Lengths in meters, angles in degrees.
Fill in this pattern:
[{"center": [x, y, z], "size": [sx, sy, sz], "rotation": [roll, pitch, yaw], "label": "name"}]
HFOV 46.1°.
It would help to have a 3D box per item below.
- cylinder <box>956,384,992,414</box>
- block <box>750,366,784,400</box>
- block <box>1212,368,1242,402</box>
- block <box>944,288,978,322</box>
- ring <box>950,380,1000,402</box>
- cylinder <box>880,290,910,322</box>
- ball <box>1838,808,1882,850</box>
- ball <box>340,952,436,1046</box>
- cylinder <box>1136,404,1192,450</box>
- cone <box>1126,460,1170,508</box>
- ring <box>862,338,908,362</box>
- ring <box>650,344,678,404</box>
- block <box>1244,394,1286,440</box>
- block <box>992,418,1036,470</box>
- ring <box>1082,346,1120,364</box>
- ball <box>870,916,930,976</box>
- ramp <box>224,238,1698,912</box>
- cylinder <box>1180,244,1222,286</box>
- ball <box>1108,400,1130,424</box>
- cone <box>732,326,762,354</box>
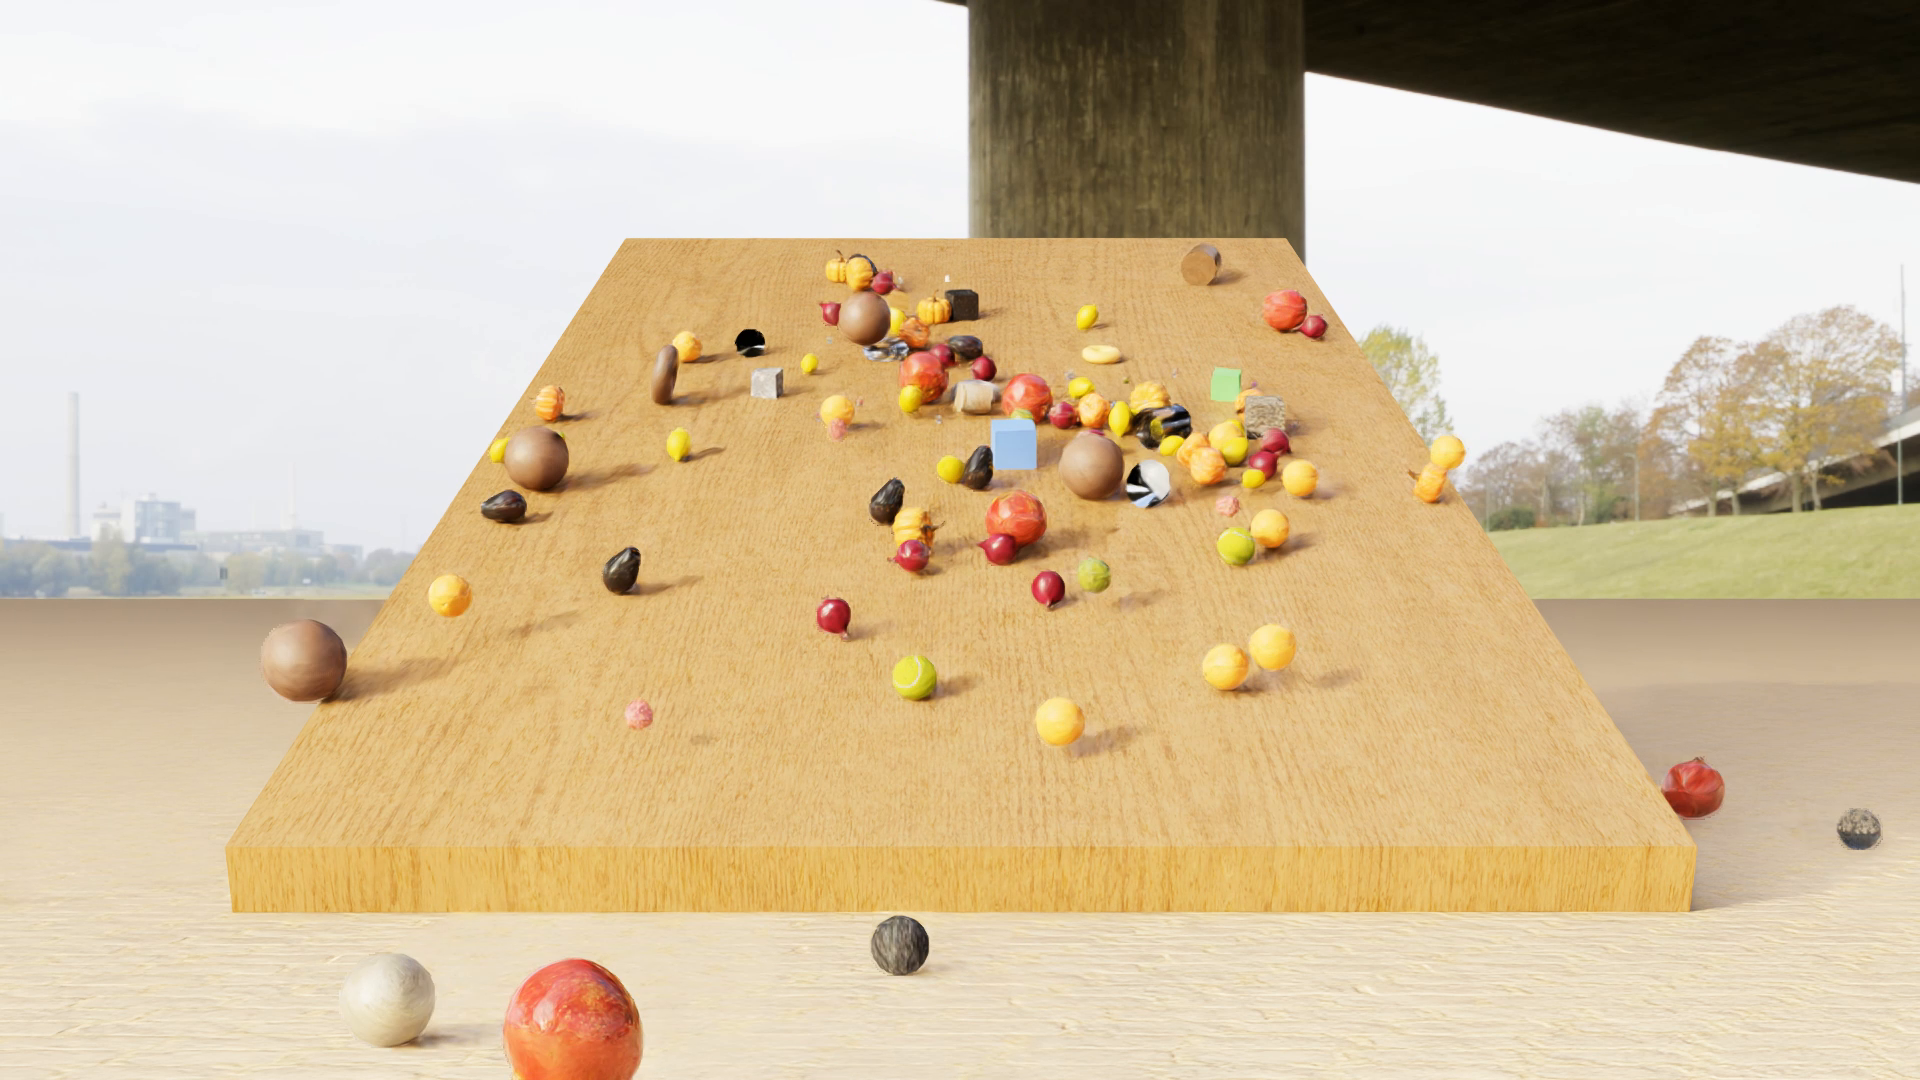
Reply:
[{"center": [0.031, -0.314, 5.020], "size": [0.065, 0.065, 0.065], "rotation": [4, -2, -16], "label": "cylinder"}, {"center": [-0.442, -0.360, 5.177], "size": [0.058, 0.058, 0.058], "rotation": [5, 20, 12], "label": "block"}, {"center": [0.610, -0.355, 5.164], "size": [0.061, 0.061, 0.061], "rotation": [5, 20, 13], "label": "block"}, {"center": [0.004, -0.610, 5.872], "size": [0.069, 0.069, 0.069], "rotation": [-7, 21, -19], "label": "block"}, {"center": [0.035, -0.336, 5.145], "size": [0.112, 0.037, 0.112], "rotation": [1, 19, 0], "label": "ring"}, {"center": [-0.168, -0.604, 5.830], "size": [0.062, 0.062, 0.062], "rotation": [0, -19, -19], "label": "cylinder"}, {"center": [1.531, 0.493, 3.845], "size": [0.070, 0.070, 0.070], "rotation": [0, -1, 0], "label": "ball"}, {"center": [-0.553, 0.445, 2.186], "size": [0.090, 0.090, 0.090], "rotation": [0, -1, 0], "label": "ball"}, {"center": [0.433, -0.240, 4.802], "size": [0.085, 0.085, 0.085], "rotation": [-15, 8, -36], "label": "cylinder"}, {"center": [0.394, -0.101, 4.469], "size": [0.097, 0.097, 0.097], "rotation": [-1, -11, 33], "label": "cone"}, {"center": [-0.182, -0.463, 5.502], "size": [0.111, 0.037, 0.111], "rotation": [-3, 22, 1], "label": "ring"}, {"center": [-0.667, -0.374, 5.100], "size": [0.046, 0.137, 0.137], "rotation": [11, -2, -2], "label": "ring"}, {"center": [0.658, -0.265, 4.882], "size": [0.079, 0.079, 0.079], "rotation": [1, 19, 1], "label": "block"}, {"center": [0.111, -0.199, 4.684], "size": [0.084, 0.084, 0.084], "rotation": [-2, 20, -5], "label": "block"}, {"center": [0.343, -0.449, 5.477], "size": [0.092, 0.031, 0.092], "rotation": [1, 19, 0], "label": "ring"}, {"center": [-0.069, 0.465, 2.590], "size": [0.068, 0.068, 0.068], "rotation": [0, -1, 0], "label": "ball"}, {"center": [-0.005, -0.202, 4.969], "size": [2.000, 0.100, 4.000], "rotation": [0, 19, 0], "label": "ramp"}, {"center": [0.670, -0.764, 6.266], "size": [0.099, 0.099, 0.099], "rotation": [0, 19, 16], "label": "cylinder"}, {"center": [0.351, -0.281, 4.968], "size": [0.050, 0.050, 0.050], "rotation": [0, -1, 0], "label": "ball"}, {"center": [-0.516, -0.475, 5.543], "size": [0.072, 0.072, 0.072], "rotation": [0, -27, 6], "label": "cone"}]
